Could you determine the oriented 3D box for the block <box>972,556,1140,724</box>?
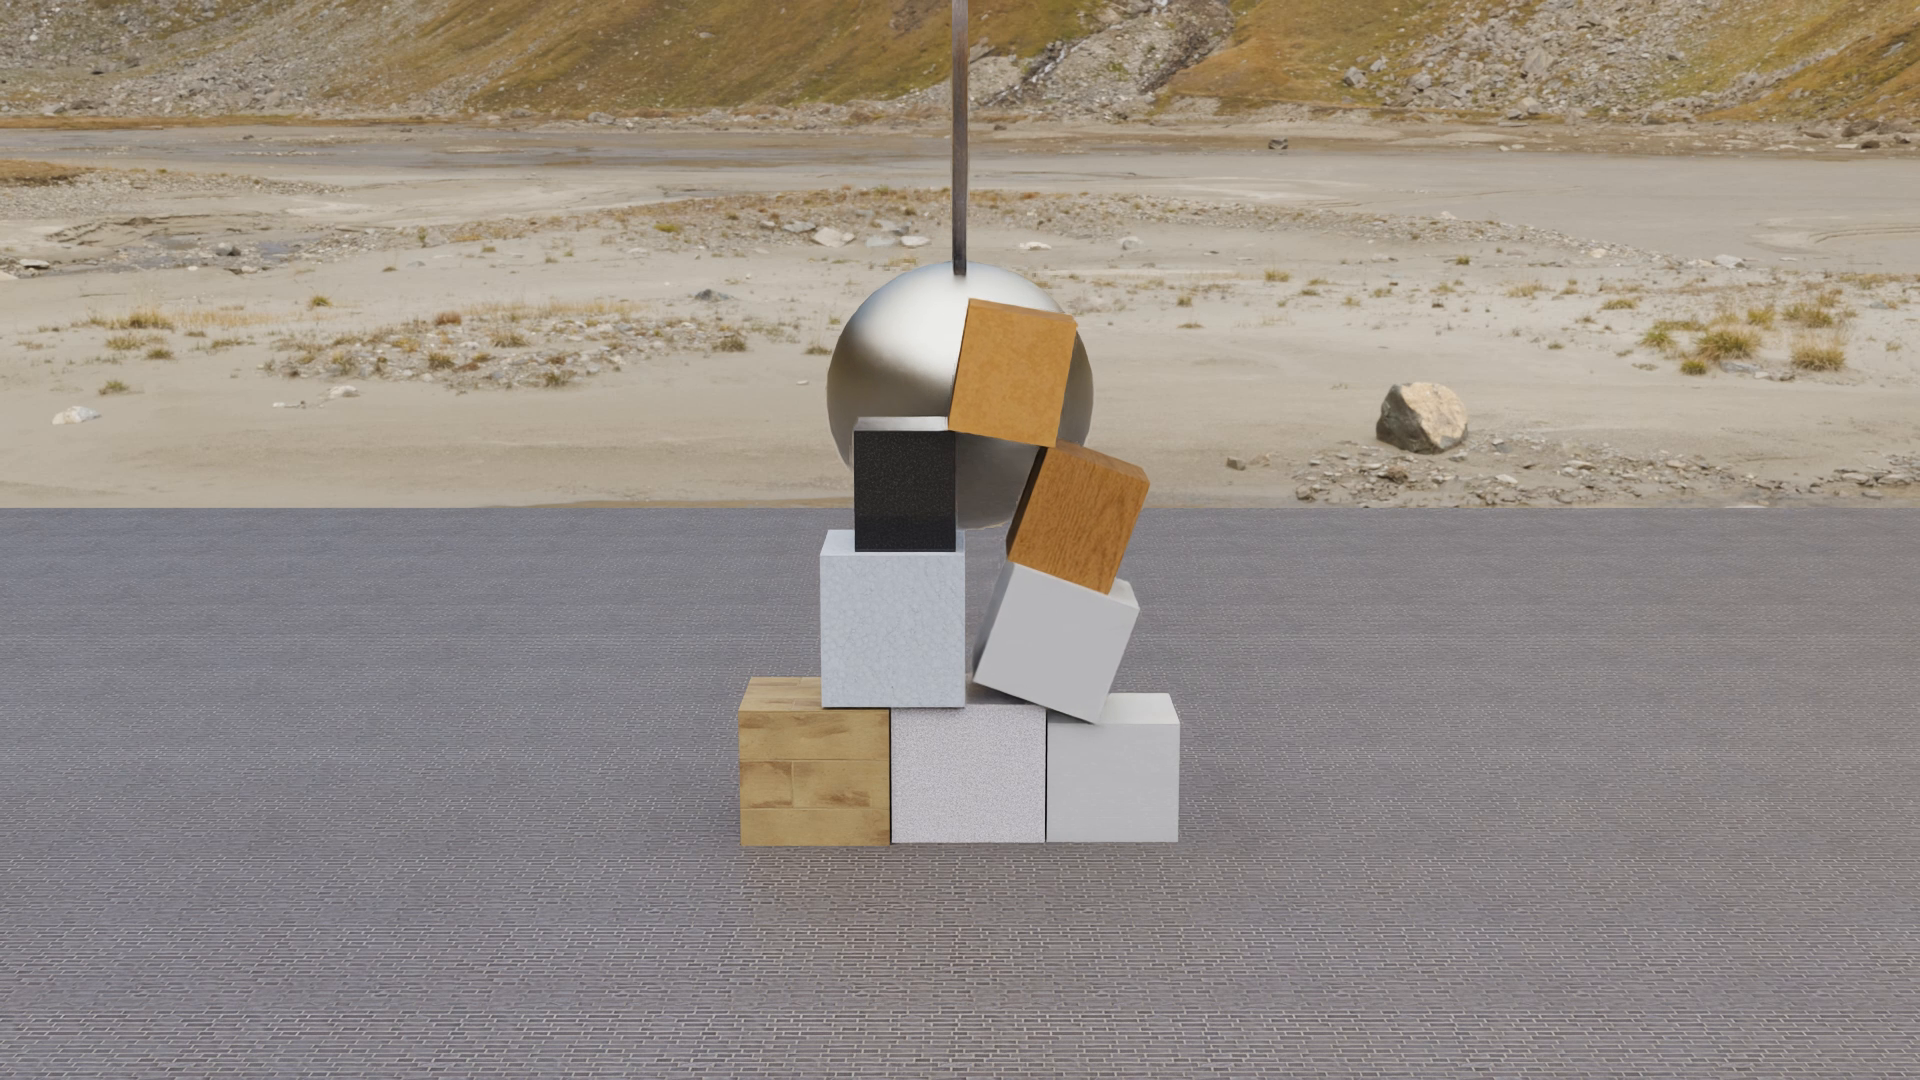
[{"bbox_3d":[0.476,0.463,11.241,0.656,0.622,0.667,19,10,-4],"label":"block"}]

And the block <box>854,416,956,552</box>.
[{"bbox_3d":[-0.272,-0.289,11.140,0.501,0.605,0.575,0,10,0],"label":"block"}]

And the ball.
[{"bbox_3d":[0.000,-0.861,13.132,1.600,1.600,1.600,0,10,0],"label":"ball"}]

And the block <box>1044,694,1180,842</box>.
[{"bbox_3d":[0.772,1.171,11.395,0.666,0.619,0.615,0,10,0],"label":"block"}]

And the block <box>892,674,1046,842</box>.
[{"bbox_3d":[0.043,1.120,11.396,0.774,0.719,0.653,0,10,0],"label":"block"}]

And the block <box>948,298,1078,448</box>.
[{"bbox_3d":[0.256,-0.846,11.028,0.535,0.619,0.536,10,10,-2],"label":"block"}]

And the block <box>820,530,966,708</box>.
[{"bbox_3d":[-0.332,0.390,11.253,0.715,0.770,0.725,0,10,0],"label":"block"}]

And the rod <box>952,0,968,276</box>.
[{"bbox_3d":[0.000,-3.789,11.405,0.080,5.200,0.080,0,31,0],"label":"rod"}]

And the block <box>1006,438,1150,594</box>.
[{"bbox_3d":[0.588,-0.139,11.151,0.535,0.598,0.534,19,10,-4],"label":"block"}]

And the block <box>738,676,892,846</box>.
[{"bbox_3d":[-0.730,1.134,11.367,0.751,0.703,0.696,0,10,0],"label":"block"}]
